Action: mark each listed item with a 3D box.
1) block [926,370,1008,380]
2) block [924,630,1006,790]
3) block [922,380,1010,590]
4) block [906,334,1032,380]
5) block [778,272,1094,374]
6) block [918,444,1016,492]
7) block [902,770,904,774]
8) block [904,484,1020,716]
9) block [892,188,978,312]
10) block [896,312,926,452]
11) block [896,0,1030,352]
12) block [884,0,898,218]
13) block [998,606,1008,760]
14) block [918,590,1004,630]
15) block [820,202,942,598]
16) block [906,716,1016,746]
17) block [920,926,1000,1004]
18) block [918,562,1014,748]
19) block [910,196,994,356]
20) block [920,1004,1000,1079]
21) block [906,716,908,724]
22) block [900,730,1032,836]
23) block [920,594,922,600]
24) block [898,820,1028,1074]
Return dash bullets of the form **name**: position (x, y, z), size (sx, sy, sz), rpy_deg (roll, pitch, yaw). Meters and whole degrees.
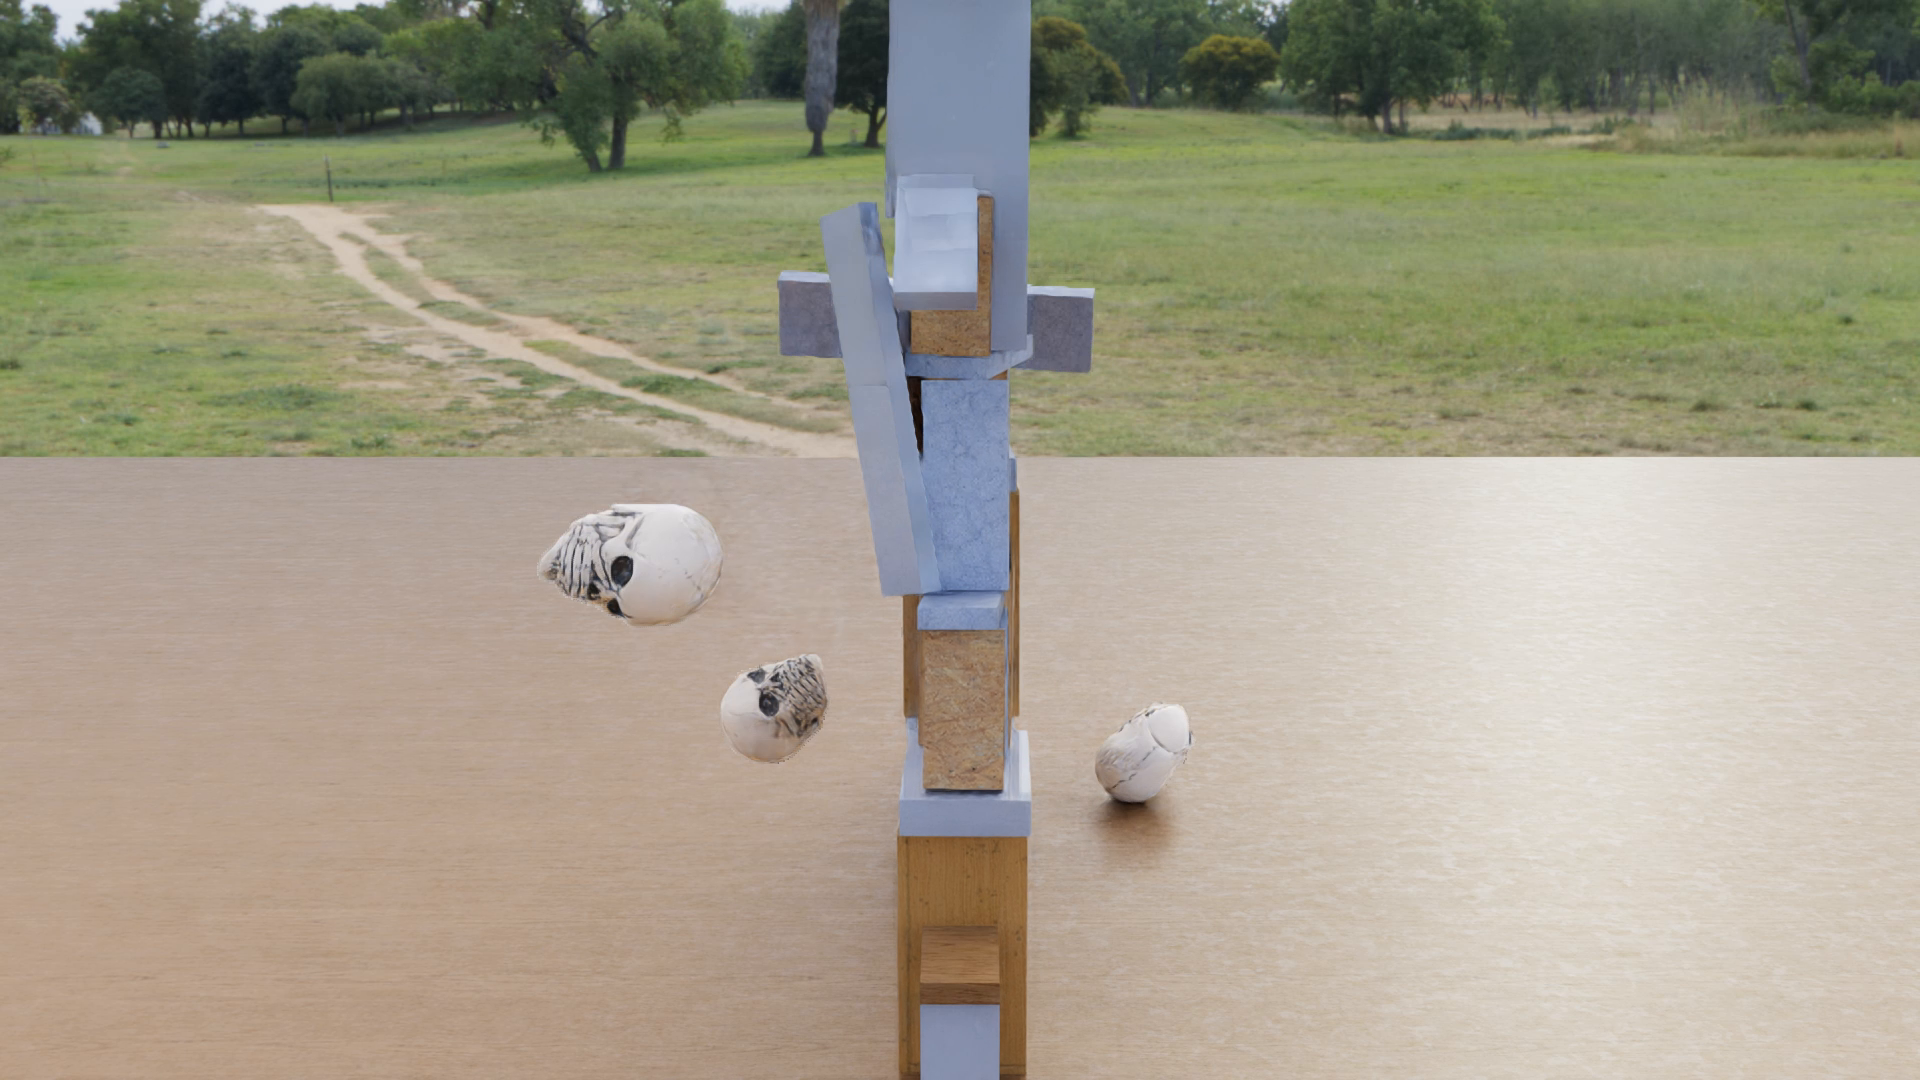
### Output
- **block**: position (0.009, -0.136, 3.157), size (0.116, 0.232, 0.033), rpy_deg (0, 9, -1)
- **block**: position (0.006, 0.224, 2.908), size (0.105, 0.211, 0.030), rpy_deg (1, -6, 3)
- **block**: position (0.009, -0.075, 3.019), size (0.116, 0.288, 0.033), rpy_deg (0, 6, 5)
- **block**: position (0.015, -0.262, 3.108), size (0.116, 0.033, 0.232), rpy_deg (4, 14, 17)
- **block**: position (-0.046, -0.410, 4.143), size (0.590, 0.153, 0.043), rpy_deg (4, 29, 6)
- **block**: position (-0.012, -0.126, 3.422), size (0.176, 0.050, 0.353), rpy_deg (-1, 10, -2)
- **block**: position (0.004, 0.505, 3.183), size (0.172, 0.345, 0.049), rpy_deg (0, 11, 0)
- **block**: position (0.002, 0.092, 3.352), size (0.176, 0.353, 0.050), rpy_deg (0, 9, 0)
- **block**: position (-0.030, -0.376, 2.827), size (0.106, 0.030, 0.212), rpy_deg (-1, 46, 1)
- **block**: position (-0.018, -0.283, 3.303), size (0.149, 0.299, 0.042), rpy_deg (-2, 7, -7)
- **block**: position (0.003, -0.514, 2.981), size (0.177, 0.513, 0.050), rpy_deg (-1, 16, -2)
- **block**: position (-0.016, -0.643, 3.182), size (0.177, 0.354, 0.050), rpy_deg (2, 15, -1)
- **block**: position (0.014, 0.199, 3.059), size (0.105, 0.211, 0.030), rpy_deg (0, -15, 2)
- **block**: position (0.003, 0.089, 2.994), size (0.105, 0.030, 0.211), rpy_deg (0, 8, 4)
- **block**: position (-0.110, -0.189, 3.015), size (0.030, 0.533, 0.106), rpy_deg (-10, 2, -32)
- **block**: position (0.000, 0.290, 3.380), size (0.162, 0.046, 0.324), rpy_deg (0, 10, -1)
- **block**: position (0.000, 0.539, 2.794), size (0.098, 0.028, 0.196), rpy_deg (0, 11, 0)
- **block**: position (0.010, 0.162, 3.112), size (0.130, 0.259, 0.037), rpy_deg (1, -9, 4)
- **block**: position (-0.011, -0.357, 2.970), size (0.106, 0.212, 0.030), rpy_deg (2, 13, 6)
- **block**: position (0.000, 0.661, 2.750), size (0.098, 0.196, 0.028), rpy_deg (0, 11, 0)
- **block**: position (-0.003, 0.114, 3.586), size (0.176, 0.480, 0.050), rpy_deg (-1, 11, 0)
- **block**: position (0.010, 0.332, 3.037), size (0.172, 0.049, 0.345), rpy_deg (0, 11, 1)
- **block**: position (0.006, 0.142, 3.269), size (0.130, 0.283, 0.037), rpy_deg (0, 4, 0)
- **block**: position (0.004, 0.546, 2.961), size (0.172, 0.345, 0.049), rpy_deg (0, 11, 2)
